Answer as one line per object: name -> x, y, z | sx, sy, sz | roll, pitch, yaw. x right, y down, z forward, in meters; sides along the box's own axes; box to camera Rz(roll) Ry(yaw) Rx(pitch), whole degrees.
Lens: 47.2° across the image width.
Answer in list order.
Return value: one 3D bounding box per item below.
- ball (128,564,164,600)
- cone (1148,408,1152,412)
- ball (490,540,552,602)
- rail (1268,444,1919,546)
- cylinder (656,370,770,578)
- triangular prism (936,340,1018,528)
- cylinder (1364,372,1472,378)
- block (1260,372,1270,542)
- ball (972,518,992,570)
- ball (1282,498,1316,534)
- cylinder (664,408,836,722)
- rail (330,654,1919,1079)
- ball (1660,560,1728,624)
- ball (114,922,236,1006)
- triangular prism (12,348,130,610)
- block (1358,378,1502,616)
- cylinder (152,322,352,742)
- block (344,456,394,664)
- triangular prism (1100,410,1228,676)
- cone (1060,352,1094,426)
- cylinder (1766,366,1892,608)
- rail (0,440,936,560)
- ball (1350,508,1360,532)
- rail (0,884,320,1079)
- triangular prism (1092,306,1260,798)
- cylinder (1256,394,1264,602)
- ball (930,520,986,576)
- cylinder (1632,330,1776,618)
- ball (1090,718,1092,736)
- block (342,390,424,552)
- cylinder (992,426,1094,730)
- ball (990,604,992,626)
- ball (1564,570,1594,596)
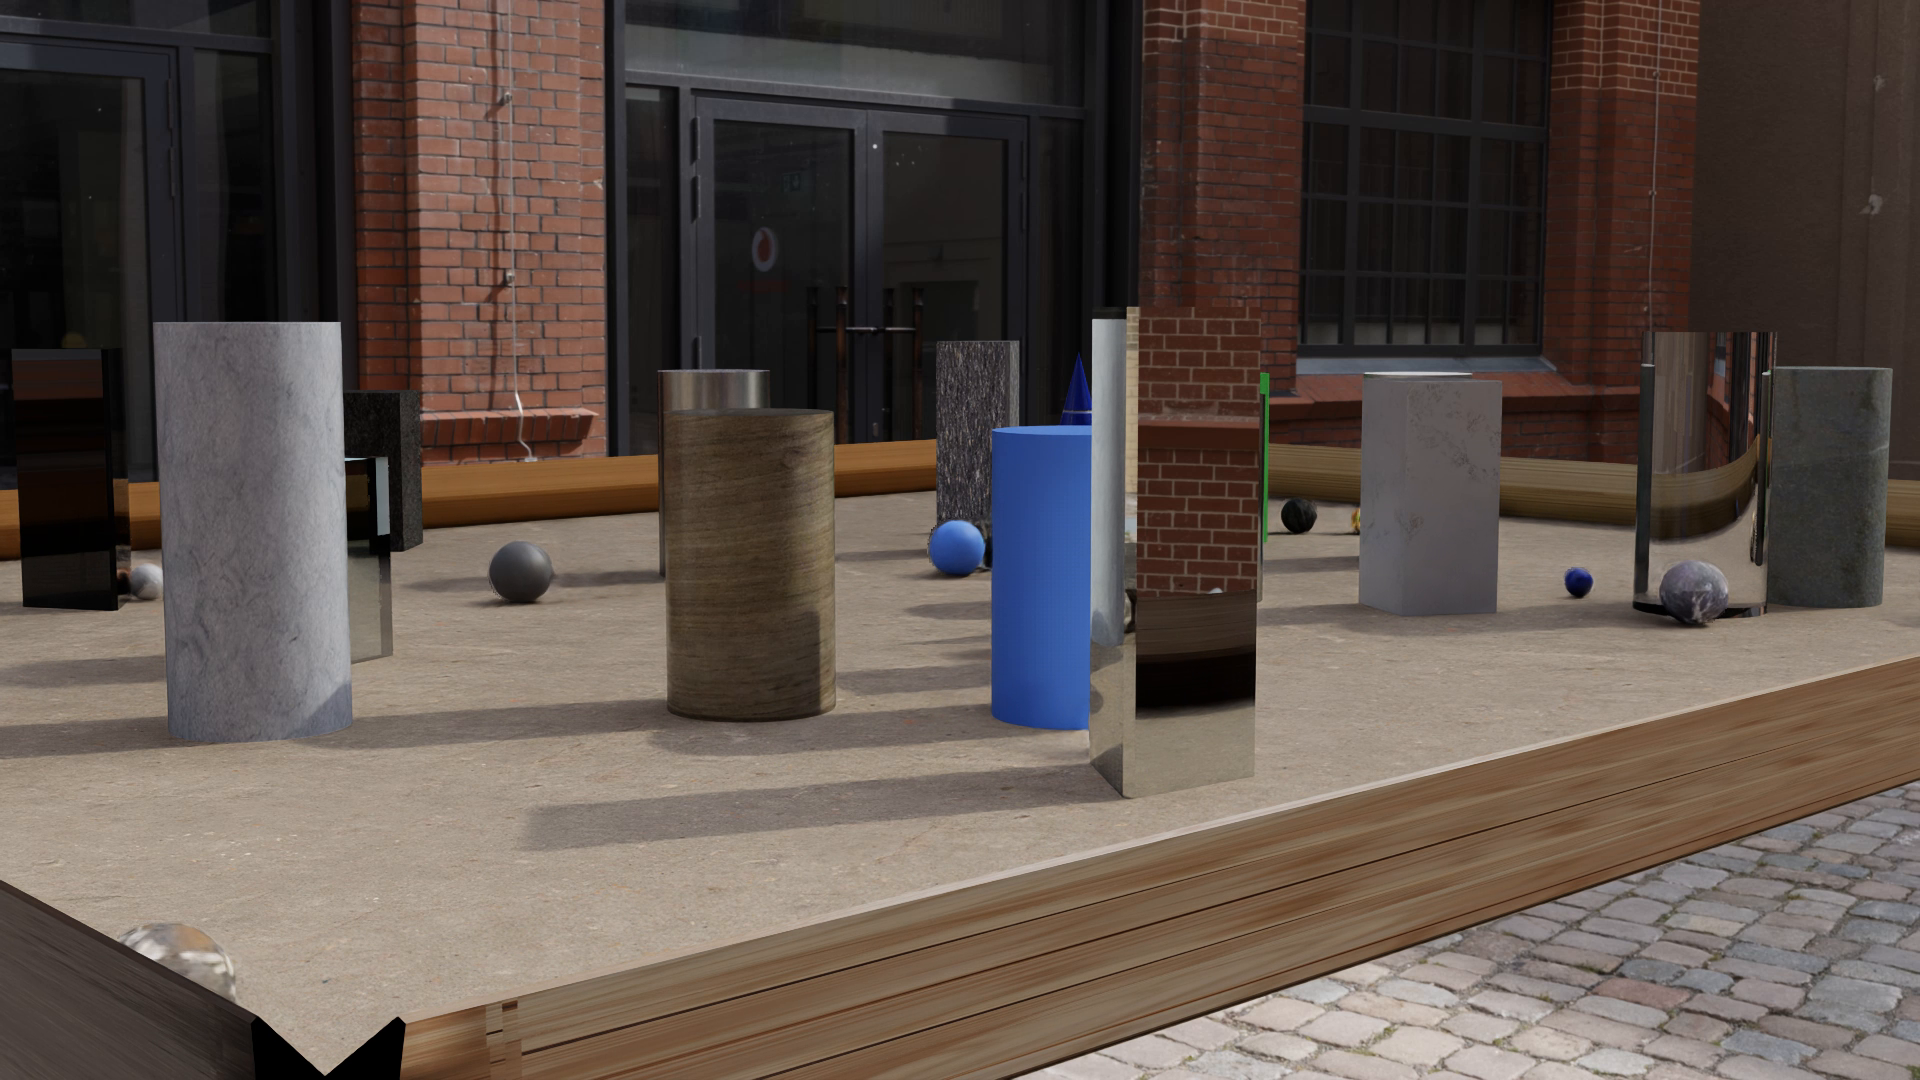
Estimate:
ball -> -1.238, 0.064, 3.349 | 0.056, 0.056, 0.056 | 0, 6, 0
cone -> 0.261, -0.029, 3.027 | 0.188, 0.309, 0.188 | 0, 6, 0
ball -> -0.663, 0.048, 3.322 | 0.094, 0.094, 0.094 | 0, 6, 0
rail -> 1.323, -0.097, 4.546 | 0.045, 0.122, 3.096 | -6, 8, -42
cylinder -> -0.409, -0.112, 3.670 | 0.188, 0.339, 0.188 | 0, 6, 0
triangular prism -> 0.064, -0.174, 4.048 | 0.162, 0.383, 0.141 | 5, 8, 37
cylinder -> 0.802, -0.128, 3.867 | 0.188, 0.329, 0.188 | 0, 6, 0
block -> 0.479, -0.157, 4.183 | 0.150, 0.321, 0.150 | -4, 7, -35
ball -> 0.052, 0.006, 3.746 | 0.089, 0.089, 0.089 | 0, 6, 0
ball -> 0.670, -0.048, 4.348 | 0.069, 0.069, 0.069 | 0, 6, 0
cylinder -> -0.233, 0.023, 2.441 | 0.188, 0.329, 0.188 | 0, 6, 0
rail -> 1.034, 0.150, 2.218 | 3.647, 0.122, 0.045 | -6, 8, -42
ball -> 1.033, 0.073, 3.095 | 0.092, 0.092, 0.092 | 0, 6, 0
ball -> -0.470, 0.268, 1.295 | 0.084, 0.084, 0.084 | 0, 6, 0
triangular prism -> -1.300, -0.096, 3.306 | 0.162, 0.383, 0.141 | 2, 6, 17
block -> 0.693, -0.067, 3.250 | 0.150, 0.338, 0.150 | -2, 6, -14
cylinder -> -0.746, -0.015, 2.327 | 0.188, 0.428, 0.188 | 0, 6, 0
block -> -0.827, 0.025, 2.771 | 0.150, 0.255, 0.150 | 3, 7, 25
triangular prism -> 0.235, -0.003, 2.758 | 0.141, 0.314, 0.162 | 4, 7, 33
cone -> 0.238, -0.201, 4.430 | 0.188, 0.356, 0.188 | 0, 6, 0
cylinder -> 1.306, -0.084, 3.338 | 0.188, 0.353, 0.188 | 0, 6, 0
rail -> -1.034, -0.086, 4.446 | 3.647, 0.122, 0.045 | -6, 8, -42
ball -> 0.797, -0.039, 4.333 | 0.054, 0.054, 0.054 | 0, 6, 0
rail -> -1.323, 0.160, 2.119 | 0.045, 0.122, 3.096 | -6, 8, -42
triangular prism -> 0.173, 0.003, 2.081 | 0.162, 0.445, 0.141 | -5, 8, -38
cylinder -> 0.369, -0.066, 3.354 | 0.188, 0.313, 0.188 | 0, 6, 0
ball -> -0.005, 0.013, 3.652 | 0.093, 0.093, 0.093 | 0, 6, 0
cylinder -> 1.092, -0.101, 3.228 | 0.188, 0.409, 0.188 | 0, 6, 0
ball -> 0.157, 0.187, 2.194 | 0.055, 0.055, 0.055 | 0, 6, 0
block -> -1.092, -0.131, 4.078 | 0.150, 0.290, 0.150 | 0, 6, 0
cylinder -> 0.128, 0.036, 2.400 | 0.188, 0.312, 0.188 | 0, 6, 0
ball -> 0.085, 0.098, 2.851 | 0.093, 0.093, 0.093 | 0, 6, 0
ball -> 0.955, 0.066, 3.394 | 0.042, 0.042, 0.042 | 0, 6, 0
